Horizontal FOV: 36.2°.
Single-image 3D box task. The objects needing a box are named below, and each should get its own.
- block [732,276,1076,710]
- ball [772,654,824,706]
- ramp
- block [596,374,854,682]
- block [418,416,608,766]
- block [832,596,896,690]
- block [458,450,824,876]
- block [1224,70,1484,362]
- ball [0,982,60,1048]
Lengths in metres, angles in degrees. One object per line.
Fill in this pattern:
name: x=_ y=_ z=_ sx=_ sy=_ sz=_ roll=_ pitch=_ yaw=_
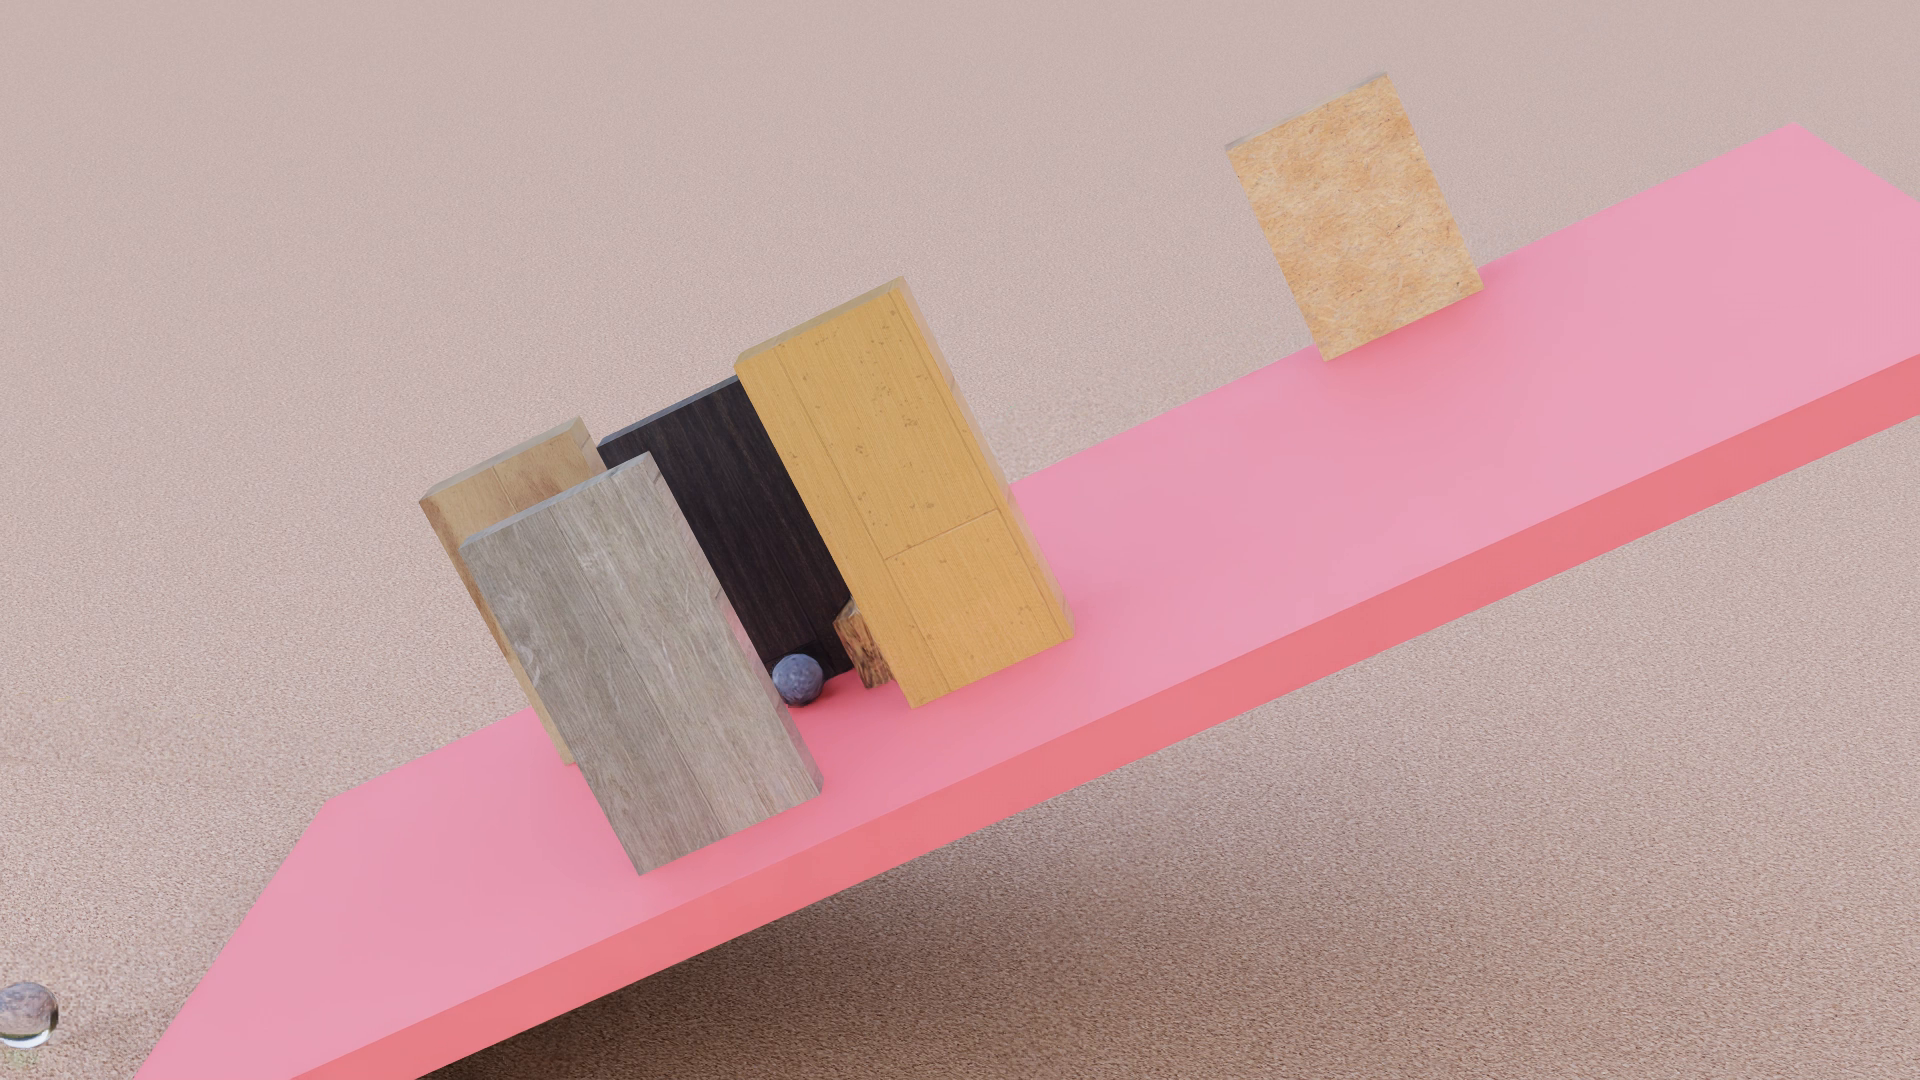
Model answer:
block: x=-0.104 y=-0.090 z=5.810 sx=0.359 sy=0.778 sz=0.124 roll=-25 pitch=14 yaw=10
ball: x=-0.345 y=0.298 z=6.258 sx=0.112 sy=0.112 sz=0.112 roll=0 pitch=16 yaw=0
ramp: x=0.138 y=0.168 z=6.281 sx=4.000 sy=0.100 sz=2.000 roll=-25 pitch=14 yaw=10
block: x=-0.450 y=0.006 z=6.336 sx=0.383 sy=0.675 sz=0.087 roll=-25 pitch=14 yaw=10
block: x=-0.882 y=0.118 z=6.697 sx=0.386 sy=0.696 sz=0.135 roll=-25 pitch=14 yaw=10
block: x=-0.142 y=0.188 z=6.177 sx=0.161 sy=0.161 sz=0.161 roll=-22 pitch=14 yaw=22
block: x=-0.604 y=0.242 z=5.626 sx=0.396 sy=0.731 sz=0.086 roll=-25 pitch=14 yaw=10
block: x=0.916 y=-0.751 z=6.831 sx=0.406 sy=0.550 sz=0.092 roll=-25 pitch=14 yaw=10
ball: x=-2.030 y=1.031 z=6.386 sx=0.144 sy=0.144 sz=0.144 roll=0 pitch=16 yaw=0
